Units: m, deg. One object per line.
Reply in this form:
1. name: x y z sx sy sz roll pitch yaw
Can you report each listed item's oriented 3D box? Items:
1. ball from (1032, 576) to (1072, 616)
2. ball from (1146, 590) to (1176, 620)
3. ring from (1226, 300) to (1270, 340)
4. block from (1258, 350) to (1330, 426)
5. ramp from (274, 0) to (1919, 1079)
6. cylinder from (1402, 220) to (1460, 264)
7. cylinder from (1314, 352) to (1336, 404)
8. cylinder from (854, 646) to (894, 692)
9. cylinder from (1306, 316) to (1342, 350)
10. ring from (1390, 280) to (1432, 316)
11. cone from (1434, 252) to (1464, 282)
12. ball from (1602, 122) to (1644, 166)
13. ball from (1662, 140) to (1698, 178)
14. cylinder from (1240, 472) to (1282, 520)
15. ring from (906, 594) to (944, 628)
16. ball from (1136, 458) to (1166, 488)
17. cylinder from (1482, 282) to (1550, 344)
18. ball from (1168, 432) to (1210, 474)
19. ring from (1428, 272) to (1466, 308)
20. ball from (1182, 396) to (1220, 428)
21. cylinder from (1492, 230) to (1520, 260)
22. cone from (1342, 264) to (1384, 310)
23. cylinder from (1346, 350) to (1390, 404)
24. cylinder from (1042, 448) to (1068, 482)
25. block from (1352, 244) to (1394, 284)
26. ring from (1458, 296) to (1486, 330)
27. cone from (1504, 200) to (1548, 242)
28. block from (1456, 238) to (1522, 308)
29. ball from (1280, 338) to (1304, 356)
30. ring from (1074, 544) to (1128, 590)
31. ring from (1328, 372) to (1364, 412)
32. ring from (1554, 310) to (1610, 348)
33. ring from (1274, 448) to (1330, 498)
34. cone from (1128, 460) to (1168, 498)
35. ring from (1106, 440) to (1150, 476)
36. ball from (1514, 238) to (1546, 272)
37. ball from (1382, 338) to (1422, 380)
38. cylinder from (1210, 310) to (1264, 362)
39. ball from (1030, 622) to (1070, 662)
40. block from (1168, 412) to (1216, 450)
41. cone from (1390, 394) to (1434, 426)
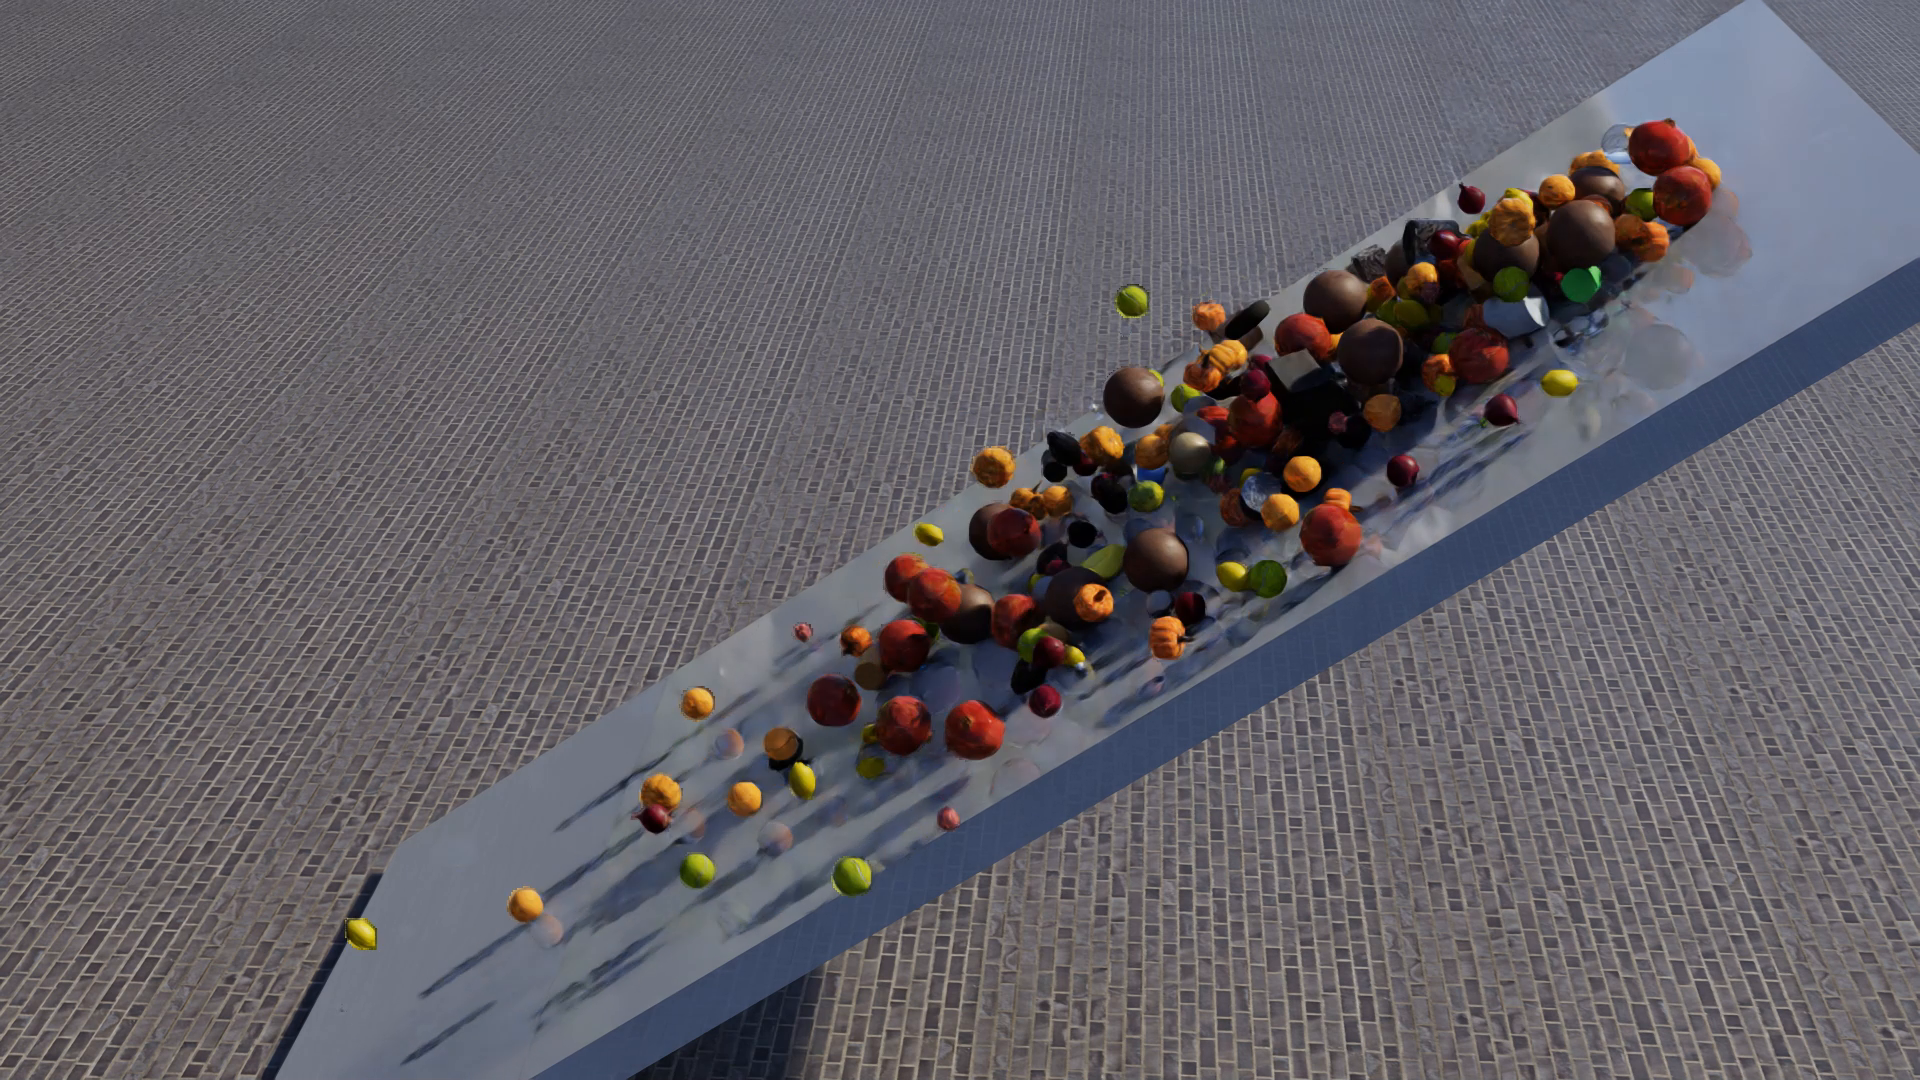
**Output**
1. ball: 0.188 0.115 6.012 0.085 0.085 0.085 0 21 0
2. ball: 0.383 0.125 5.610 0.059 0.059 0.059 0 21 0
3. ring: 0.595 -0.455 6.088 0.109 0.036 0.109 -39 -3 -3
4. block: 0.656 -0.301 5.783 0.093 0.093 0.093 -17 56 -22
5. ramp: 0.137 0.173 6.302 4.000 0.100 2.000 -32 16 15
6. cylinder: 0.969 -0.612 6.045 0.091 0.091 0.091 -1 21 -11
7. cylinder: 0.736 -0.324 6.109 0.094 0.094 0.094 -35 16 14
8. cylinder: -0.186 0.278 6.348 0.071 0.071 0.071 4 28 10
9. cylinder: 0.775 -0.441 6.258 0.055 0.055 0.055 22 -6 44
10. ring: 0.969 -0.518 6.310 0.103 0.034 0.103 -33 16 11
11. cone: 1.038 -0.608 6.249 0.092 0.092 0.092 -17 -6 -2
12. ball: 1.339 -0.800 5.940 0.085 0.085 0.085 0 21 0
13. ball: 1.453 -0.769 5.936 0.074 0.074 0.074 0 21 0
14. cylinder: 0.583 -0.084 5.715 0.077 0.077 0.077 1 -12 2
15. ring: -0.077 0.158 6.554 0.098 0.033 0.098 -37 13 10
16. ball: 0.403 -0.140 6.195 0.062 0.062 0.062 0 21 0
17. cylinder: 1.082 -0.443 5.725 0.093 0.093 0.093 -24 4 37
18. ball: 0.458 -0.174 5.876 0.084 0.084 0.084 0 21 0
19. ring: 1.028 -0.529 6.197 0.102 0.034 0.102 -38 6 5
20. ball: 0.528 -0.275 6.438 0.085 0.085 0.085 0 21 0
21. cylinder: 1.135 -0.609 6.157 0.059 0.059 0.059 -47 36 -10
22. cone: 0.875 -0.542 6.501 0.097 0.097 0.097 11 53 27
23. cylinder: 0.812 -0.325 5.855 0.082 0.082 0.082 1 28 4
24. cylinder: 0.219 -0.173 6.820 0.057 0.057 0.057 -1 34 -3
25. block: 0.889 -0.595 6.345 0.058 0.058 0.058 -28 16 -3
26. ring: 1.070 -0.479 5.939 0.146 0.049 0.146 -35 11 8
27. cone: 1.203 -0.644 6.146 0.098 0.098 0.098 -7 36 -19
28. block: 1.056 -0.522 5.843 0.092 0.092 0.092 -28 49 14
29. ball: 0.731 -0.418 6.488 0.054 0.054 0.054 0 21 0
30. ring: 0.290 0.056 6.047 0.127 0.042 0.127 -35 13 9
31. ring: 0.780 -0.299 5.952 0.031 0.093 0.093 -40 34 -12
32. ring: 1.156 -0.394 5.475 0.111 0.037 0.111 -26 -6 -3
33. ring: 0.668 -0.131 5.743 0.116 0.039 0.116 -20 42 20
34. cone: 0.413 -0.142 6.338 0.083 0.083 0.083 -14 22 -3
35. ring: 0.376 -0.184 6.587 0.115 0.038 0.115 -32 16 11
36. ball: 1.147 -0.573 5.914 0.065 0.065 0.065 0 21 0
37. ball: 0.890 -0.364 5.927 0.083 0.083 0.083 0 21 0
38. cylinder: 0.638 -0.471 6.780 0.088 0.088 0.088 -38 30 -7
39. ball: 0.178 0.200 5.786 0.081 0.081 0.081 0 21 0
40. block: 0.469 -0.202 5.948 0.067 0.067 0.067 30 35 -12
41. cone: 0.890 -0.264 5.720 0.079 0.079 0.079 -29 26 -6
